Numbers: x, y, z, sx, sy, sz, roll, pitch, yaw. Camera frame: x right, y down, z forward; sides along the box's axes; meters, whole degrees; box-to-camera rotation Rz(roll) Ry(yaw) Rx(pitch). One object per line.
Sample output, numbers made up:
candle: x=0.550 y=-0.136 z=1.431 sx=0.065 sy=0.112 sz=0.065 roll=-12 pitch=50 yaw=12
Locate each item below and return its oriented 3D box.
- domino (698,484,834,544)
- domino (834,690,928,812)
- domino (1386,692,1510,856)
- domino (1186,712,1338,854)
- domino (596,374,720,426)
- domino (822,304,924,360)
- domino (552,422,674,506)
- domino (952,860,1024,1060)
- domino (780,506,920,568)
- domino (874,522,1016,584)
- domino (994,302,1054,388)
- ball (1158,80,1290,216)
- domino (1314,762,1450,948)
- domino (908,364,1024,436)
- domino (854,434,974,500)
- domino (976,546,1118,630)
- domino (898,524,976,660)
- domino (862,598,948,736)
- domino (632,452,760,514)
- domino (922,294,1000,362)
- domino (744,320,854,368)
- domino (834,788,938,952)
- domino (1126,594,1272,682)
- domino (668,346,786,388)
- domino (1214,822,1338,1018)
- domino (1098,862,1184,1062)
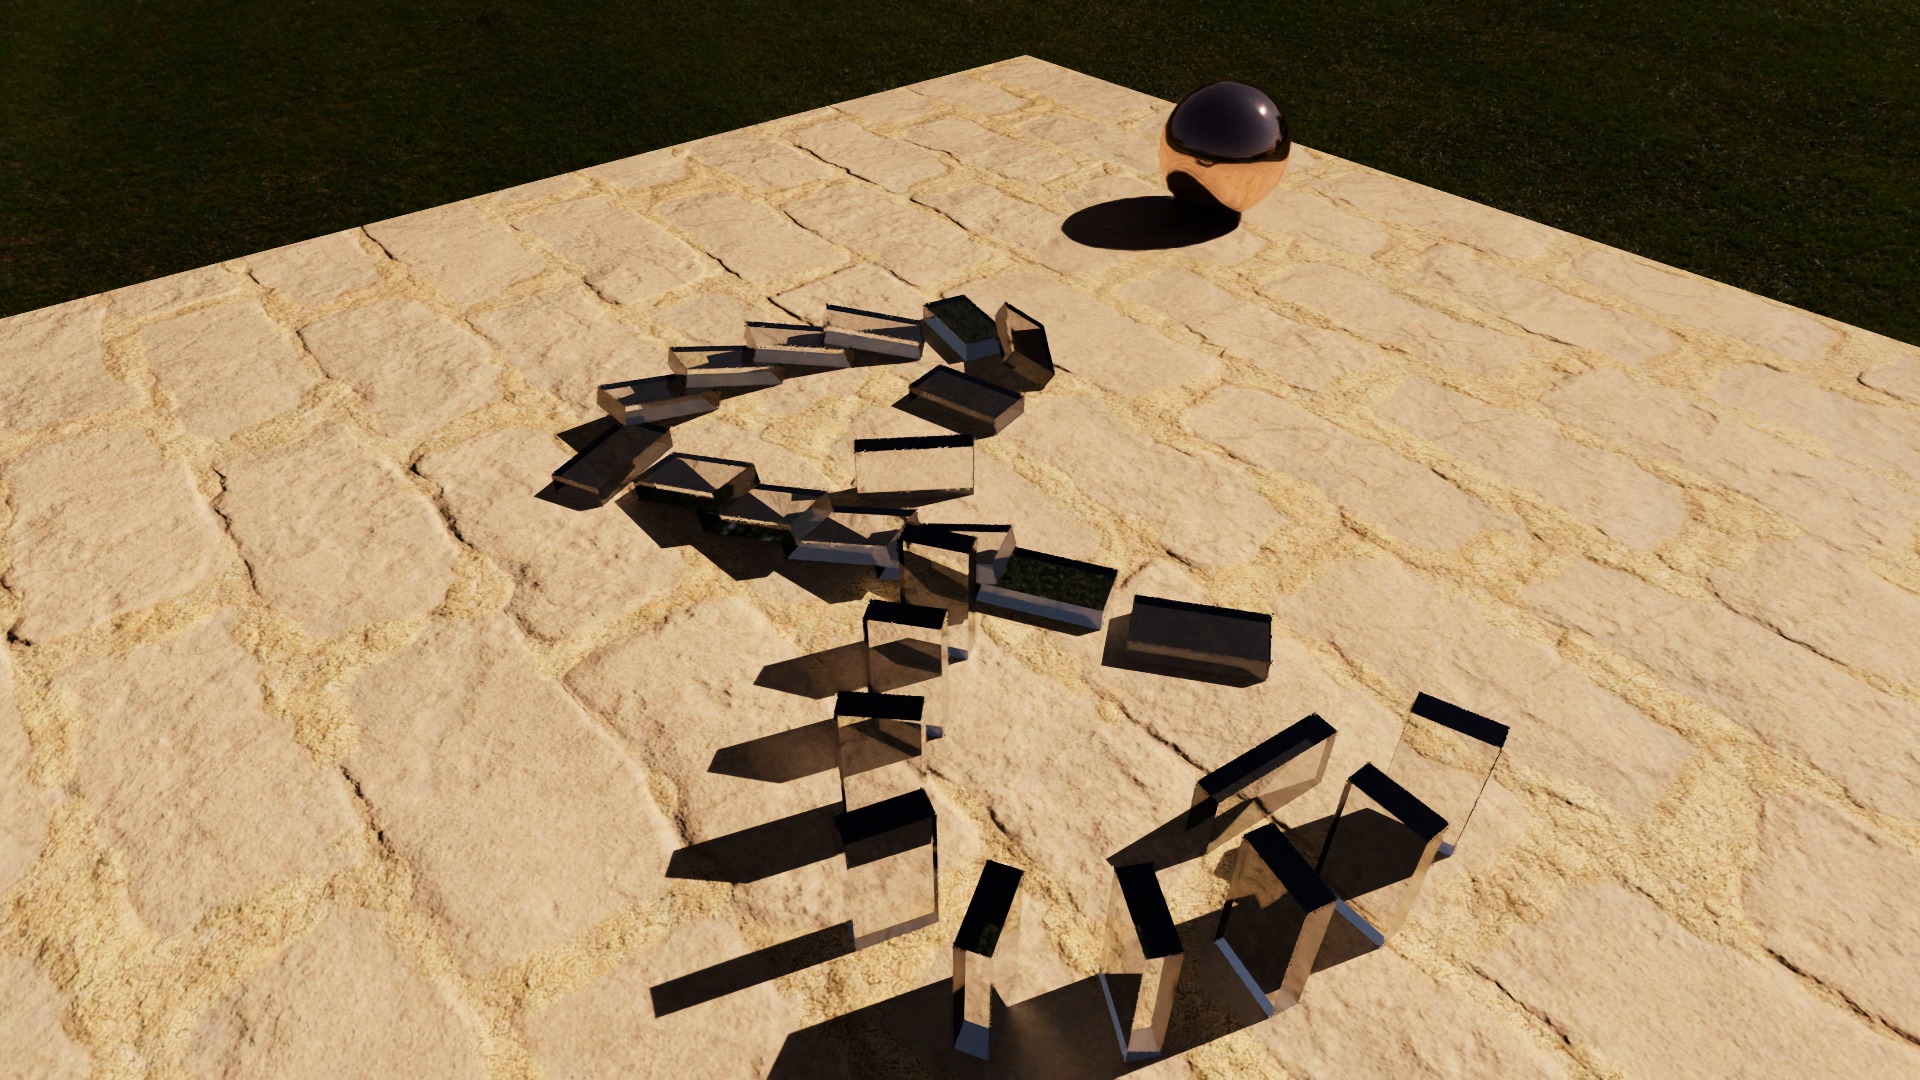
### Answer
domino: x=-0.079 y=-0.012 z=0.448 sx=0.050 sy=0.010 sz=0.025 roll=7 pitch=38 yaw=32
domino: x=-0.023 y=0.067 z=0.330 sx=0.025 sy=0.050 sz=0.009 roll=3 pitch=39 yaw=4
domino: x=0.141 y=0.070 z=0.326 sx=0.025 sy=0.050 sz=0.009 roll=22 pitch=44 yaw=25
domino: x=0.093 y=0.075 z=0.340 sx=0.050 sy=0.025 sz=0.009 roll=-22 pitch=44 yaw=-25
domino: x=-0.141 y=-0.067 z=0.516 sx=0.050 sy=0.009 sz=0.025 roll=-19 pitch=41 yaw=-42
domino: x=-0.044 y=-0.107 z=0.564 sx=0.050 sy=0.009 sz=0.025 roll=7 pitch=37 yaw=-14
domino: x=-0.153 y=-0.036 z=0.487 sx=0.025 sy=0.010 sz=0.050 roll=16 pitch=42 yaw=19
domino: x=0.007 y=0.108 z=0.280 sx=0.010 sy=0.050 sz=0.025 roll=13 pitch=41 yaw=15
domino: x=-0.044 y=-0.002 z=0.436 sx=0.050 sy=0.009 sz=0.025 roll=4 pitch=37 yaw=28
domino: x=-0.006 y=0.005 z=0.429 sx=0.050 sy=0.010 sz=0.025 roll=1 pitch=37 yaw=24
domino: x=0.032 y=-0.099 z=0.554 sx=0.025 sy=0.010 sz=0.050 roll=27 pitch=33 yaw=-23
ball: x=0.164 y=-0.243 z=0.684 sx=0.080 sy=0.080 sz=0.080 roll=0 pitch=39 yaw=0
domino: x=0.115 y=0.088 z=0.304 sx=0.009 sy=0.050 sz=0.025 roll=-26 pitch=46 yaw=-28
domino: x=0.003 y=-0.067 z=0.526 sx=0.050 sy=0.010 sz=0.025 roll=24 pitch=45 yaw=27
domino: x=-0.019 y=-0.031 z=0.469 sx=0.050 sy=0.025 sz=0.009 roll=-3 pitch=39 yaw=-4
domino: x=0.033 y=0.017 z=0.422 sx=0.050 sy=0.009 sz=0.025 roll=13 pitch=41 yaw=15
domino: x=-0.008 y=0.019 z=0.388 sx=0.025 sy=0.050 sz=0.010 roll=11 pitch=41 yaw=13
domino: x=-0.017 y=0.043 z=0.360 sx=0.025 sy=0.050 sz=0.010 roll=7 pitch=40 yaw=9
domino: x=-0.112 y=-0.025 z=0.464 sx=0.050 sy=0.009 sz=0.025 roll=10 pitch=38 yaw=35
domino: x=0.003 y=-0.113 z=0.581 sx=0.025 sy=0.010 sz=0.050 roll=-18 pitch=43 yaw=-21
domino: x=-0.081 y=-0.099 z=0.554 sx=0.050 sy=0.010 sz=0.025 roll=0 pitch=37 yaw=-25
domino: x=-0.019 y=0.091 z=0.301 sx=0.025 sy=0.050 sz=0.009 roll=-14 pitch=41 yaw=-17
domino: x=0.087 y=0.035 z=0.400 sx=0.050 sy=0.010 sz=0.025 roll=8 pitch=40 yaw=10
domino: x=-0.114 y=-0.085 z=0.537 sx=0.050 sy=0.009 sz=0.025 roll=-8 pitch=38 yaw=-34
domino: x=0.082 y=0.100 z=0.289 sx=0.009 sy=0.050 sz=0.025 roll=-17 pitch=42 yaw=-19
domino: x=0.045 y=0.108 z=0.280 sx=0.010 sy=0.050 sz=0.025 roll=-7 pitch=40 yaw=-8
